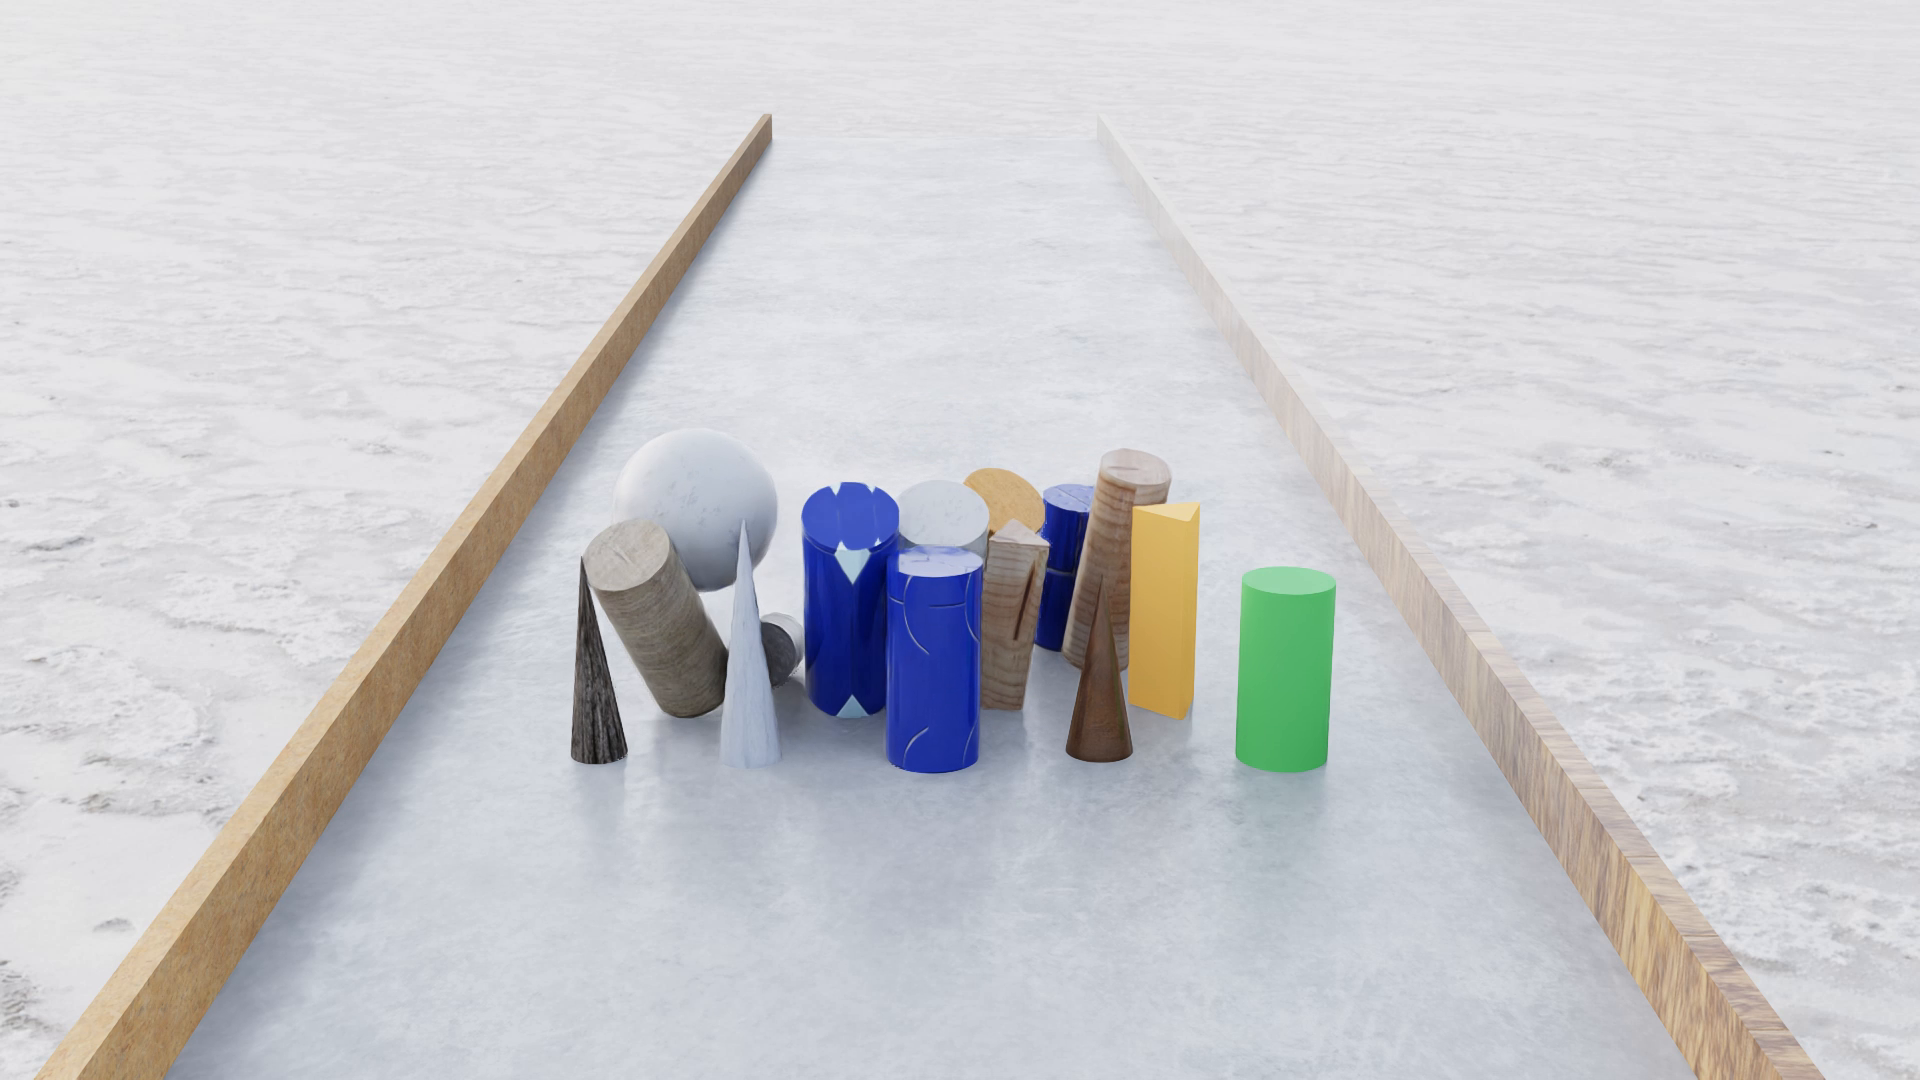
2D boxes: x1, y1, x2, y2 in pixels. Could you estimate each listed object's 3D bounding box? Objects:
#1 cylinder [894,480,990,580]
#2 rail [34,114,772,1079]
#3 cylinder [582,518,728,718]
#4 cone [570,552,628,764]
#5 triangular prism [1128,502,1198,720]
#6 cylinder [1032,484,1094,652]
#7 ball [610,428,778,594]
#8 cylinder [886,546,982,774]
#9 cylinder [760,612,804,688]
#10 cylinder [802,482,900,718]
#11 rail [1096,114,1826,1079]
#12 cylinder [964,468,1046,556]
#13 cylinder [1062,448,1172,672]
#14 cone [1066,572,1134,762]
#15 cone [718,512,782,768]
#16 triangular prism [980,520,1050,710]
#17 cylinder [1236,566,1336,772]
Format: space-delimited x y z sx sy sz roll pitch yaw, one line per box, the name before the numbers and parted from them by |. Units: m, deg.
cylinder | -0.044 0.099 4.106 0.177 0.415 0.177 2 45 -2
rail | -1.118 -0.838 7.780 0.050 0.150 12.000 0 17 -1
cylinder | -0.544 0.148 4.010 0.163 0.388 0.163 -9 49 10
cone | -0.653 0.200 3.882 0.102 0.378 0.102 -2 18 1
triangular prism | 0.407 0.126 4.128 0.132 0.386 0.114 16 23 43
cylinder | 0.224 0.058 4.459 0.148 0.309 0.148 5 23 -2
ball | -0.497 -0.055 4.129 0.313 0.313 0.313 0 17 0
cylinder | -0.047 0.210 3.873 0.168 0.365 0.168 1 18 0
cylinder | -0.361 0.207 4.168 0.122 0.122 0.333 0 1 -1
cylinder | -0.199 0.115 4.007 0.172 0.448 0.172 1 45 -1
rail | 0.932 -0.844 7.801 0.050 0.150 12.000 0 17 -1
cylinder | 0.012 0.054 4.295 0.170 0.408 0.170 14 47 -15
cylinder | 0.303 0.045 4.283 0.140 0.430 0.140 8 30 -4
cone | 0.251 0.216 3.909 0.122 0.338 0.122 0 17 0
cone | -0.375 0.170 3.861 0.113 0.453 0.113 0 17 0
triangular prism | 0.080 0.138 4.106 0.112 0.350 0.097 5 26 -8
cylinder | 0.574 0.227 3.887 0.164 0.328 0.164 0 17 0
